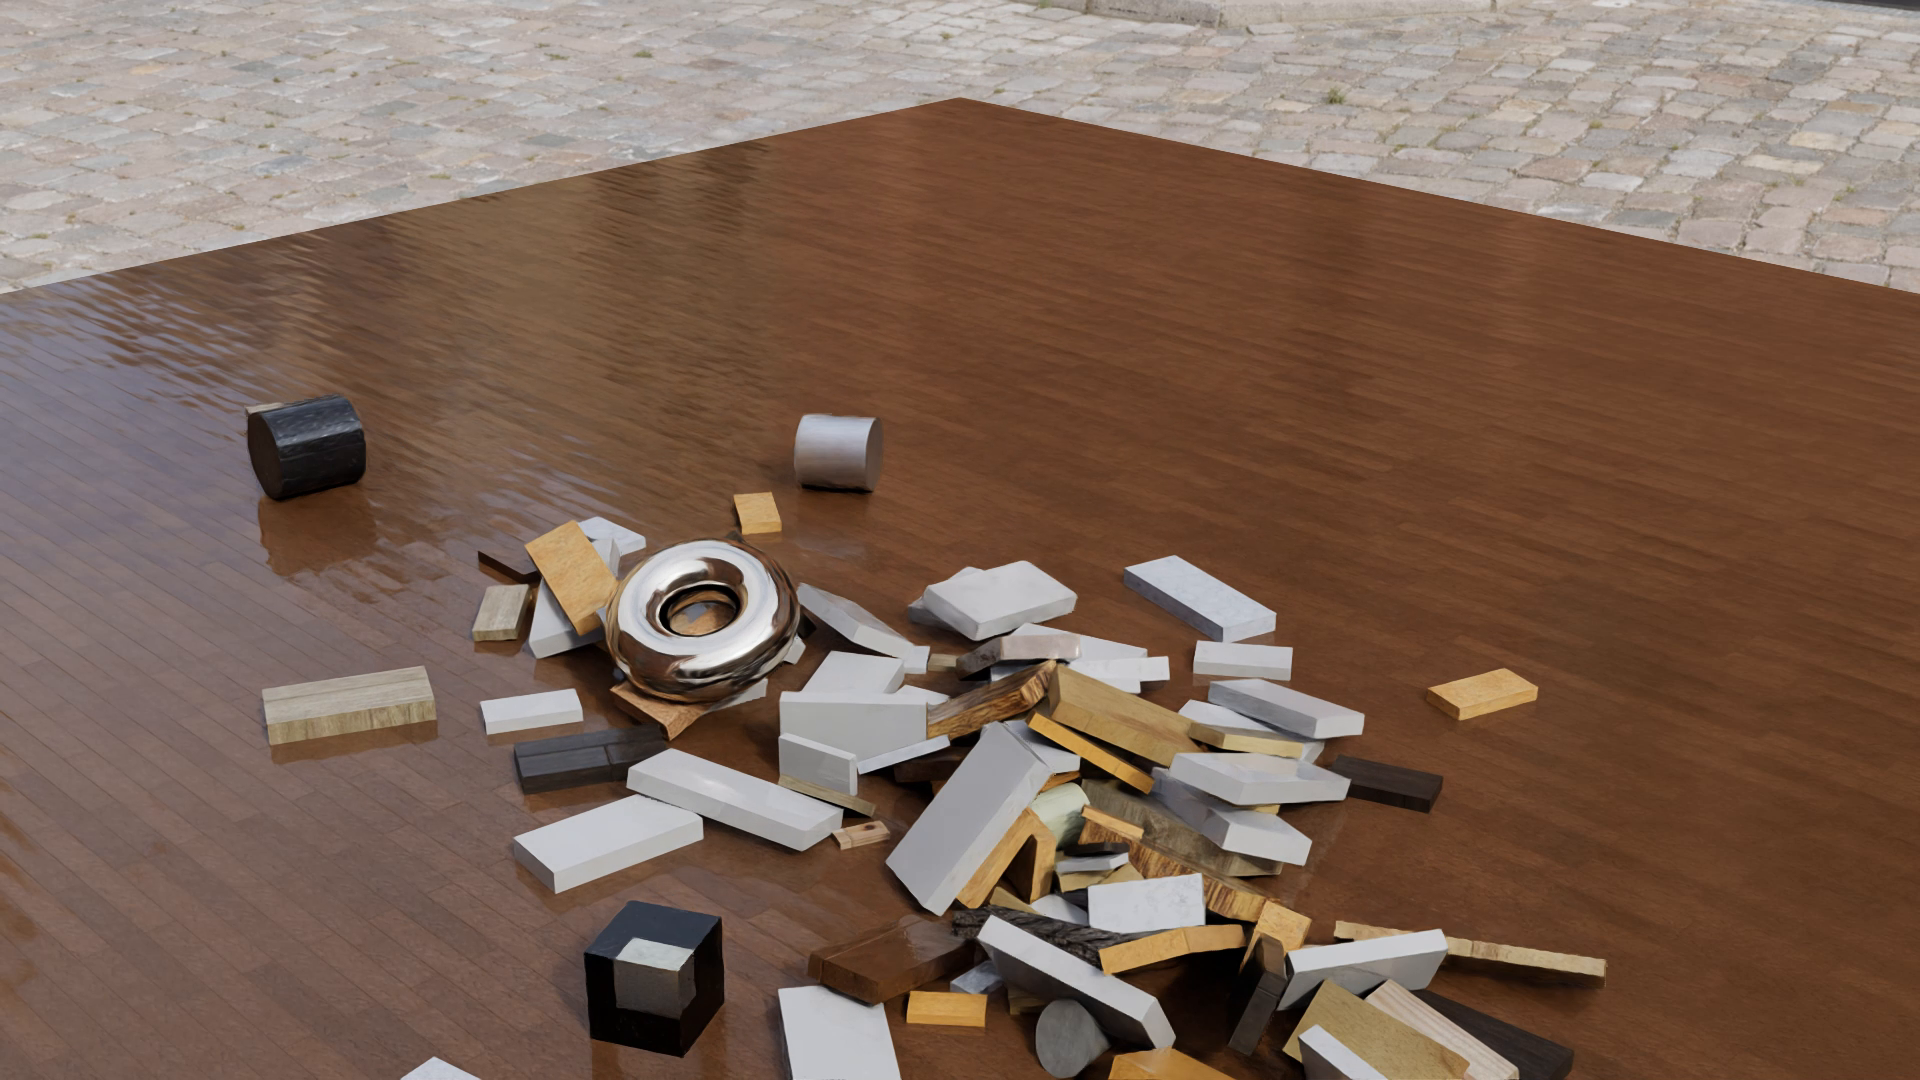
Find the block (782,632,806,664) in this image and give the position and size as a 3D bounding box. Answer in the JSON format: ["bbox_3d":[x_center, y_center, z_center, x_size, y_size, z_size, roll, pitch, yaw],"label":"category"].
[{"bbox_3d":[-0.504,0.160,5.165,0.175,0.049,0.349,22,16,-35],"label":"block"}]

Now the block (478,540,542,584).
[{"bbox_3d":[-1.122,0.056,5.590,0.106,0.030,0.212,-20,30,-39],"label":"block"}]

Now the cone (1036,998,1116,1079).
[{"bbox_3d":[0.220,0.841,3.701,0.133,0.133,0.133,16,8,-43],"label":"cone"}]

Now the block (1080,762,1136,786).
[{"bbox_3d":[0.251,0.473,4.607,0.209,0.030,0.104,16,28,33],"label":"block"}]

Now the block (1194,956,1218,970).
[{"bbox_3d":[0.419,0.726,3.976,0.016,0.056,0.112,3,15,-46],"label":"block"}]

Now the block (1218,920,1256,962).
[{"bbox_3d":[0.513,0.726,3.958,0.083,0.023,0.166,-22,16,-33],"label":"block"}]

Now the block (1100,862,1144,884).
[{"bbox_3d":[0.324,0.668,4.000,0.081,0.023,0.162,-35,51,-10],"label":"block"}]

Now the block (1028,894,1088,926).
[{"bbox_3d":[0.206,0.719,4.028,0.104,0.030,0.209,-20,30,-39],"label":"block"}]

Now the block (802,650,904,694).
[{"bbox_3d":[-0.256,0.351,4.871,0.175,0.049,0.349,6,24,14],"label":"block"}]

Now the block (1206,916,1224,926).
[{"bbox_3d":[0.427,0.705,4.038,0.056,0.016,0.112,-20,14,-36],"label":"block"}]

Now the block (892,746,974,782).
[{"bbox_3d":[0.010,0.454,4.486,0.277,0.039,0.139,-9,3,44],"label":"block"}]

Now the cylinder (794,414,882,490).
[{"bbox_3d":[-0.334,-0.242,6.075,0.200,0.200,0.200,5,23,11],"label":"cylinder"}]

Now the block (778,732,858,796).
[{"bbox_3d":[-0.294,0.466,4.547,0.181,0.090,0.026,14,27,30],"label":"block"}]

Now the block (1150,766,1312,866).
[{"bbox_3d":[0.518,0.533,4.267,0.179,0.051,0.358,14,7,-21],"label":"block"}]

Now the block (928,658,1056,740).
[{"bbox_3d":[0.047,0.353,4.652,0.329,0.047,0.165,-25,7,35],"label":"block"}]

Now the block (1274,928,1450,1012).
[{"bbox_3d":[0.679,0.734,3.749,0.279,0.140,0.040,-6,52,-13],"label":"block"}]

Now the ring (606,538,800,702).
[{"bbox_3d":[-0.566,0.172,4.824,0.430,0.143,0.430,-3,47,3],"label":"ring"}]

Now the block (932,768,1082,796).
[{"bbox_3d":[0.093,0.480,4.422,0.277,0.039,0.139,-10,2,40],"label":"block"}]

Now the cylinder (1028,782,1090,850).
[{"bbox_3d":[0.177,0.549,4.308,0.124,0.124,0.124,-12,26,-27],"label":"cylinder"}]

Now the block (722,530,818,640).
[{"bbox_3d":[-0.450,0.104,5.201,0.039,0.275,0.138,-40,29,0],"label":"block"}]

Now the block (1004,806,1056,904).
[{"bbox_3d":[0.105,0.572,4.232,0.039,0.139,0.277,-3,23,-22],"label":"block"}]

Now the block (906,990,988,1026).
[{"bbox_3d":[-0.022,0.814,3.818,0.135,0.019,0.068,2,23,4],"label":"block"}]

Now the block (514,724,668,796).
[{"bbox_3d":[-0.773,0.460,4.622,0.305,0.043,0.153,-7,24,-16],"label":"block"}]

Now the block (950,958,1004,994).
[{"bbox_3d":[0.044,0.779,3.905,0.058,0.016,0.116,20,30,39],"label":"block"}]

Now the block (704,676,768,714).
[{"bbox_3d":[-0.601,0.255,4.988,0.175,0.049,0.349,-14,42,-32],"label":"block"}]

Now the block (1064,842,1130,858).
[{"bbox_3d":[0.254,0.576,4.087,0.060,0.017,0.121,10,-17,-33],"label":"block"}]

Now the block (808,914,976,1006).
[{"bbox_3d":[-0.117,0.737,3.881,0.148,0.042,0.297,16,14,33],"label":"block"}]

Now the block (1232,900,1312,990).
[{"bbox_3d":[0.546,0.724,3.847,0.083,0.166,0.023,20,-4,23],"label":"block"}]

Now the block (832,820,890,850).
[{"bbox_3d":[-0.197,0.585,4.363,0.104,0.015,0.052,-10,25,-22],"label":"block"}]

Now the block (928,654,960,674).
[{"bbox_3d":[-0.014,0.286,5.066,0.114,0.016,0.057,5,23,11],"label":"block"}]

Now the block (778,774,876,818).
[{"bbox_3d":[-0.270,0.516,4.448,0.181,0.026,0.090,14,-11,29],"label":"block"}]

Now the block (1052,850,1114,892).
[{"bbox_3d":[0.225,0.619,4.161,0.104,0.030,0.209,-10,5,-5],"label":"block"}]

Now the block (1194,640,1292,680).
[{"bbox_3d":[0.653,0.278,5.067,0.220,0.031,0.110,4,23,9],"label":"block"}]

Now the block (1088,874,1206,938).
[{"bbox_3d":[0.337,0.665,3.963,0.208,0.029,0.104,-9,51,13],"label":"block"}]

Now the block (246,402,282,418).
[{"bbox_3d":[-2.063,-0.360,6.572,0.101,0.029,0.203,-11,25,-24],"label":"block"}]

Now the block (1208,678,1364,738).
[{"bbox_3d":[0.703,0.363,4.759,0.155,0.044,0.310,0,12,-40],"label":"block"}]

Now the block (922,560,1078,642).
[{"bbox_3d":[0.097,0.142,5.262,0.179,0.051,0.358,34,31,33],"label":"block"}]

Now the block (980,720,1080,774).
[{"bbox_3d":[0.139,0.411,4.368,0.103,0.029,0.206,-4,18,-31],"label":"block"}]

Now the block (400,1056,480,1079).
[{"bbox_3d":[-0.774,0.940,3.482,0.346,0.049,0.173,15,27,31],"label":"block"}]

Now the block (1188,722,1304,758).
[{"bbox_3d":[0.589,0.411,4.521,0.217,0.031,0.108,10,4,-34],"label":"block"}]

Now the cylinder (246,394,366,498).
[{"bbox_3d":[-1.800,-0.258,6.060,0.241,0.241,0.241,-17,28,-34],"label":"cylinder"}]

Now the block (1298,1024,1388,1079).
[{"bbox_3d":[0.648,0.895,3.464,0.040,0.141,0.282,-28,32,-21],"label":"block"}]

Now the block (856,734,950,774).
[{"bbox_3d":[-0.118,0.444,4.557,0.181,0.026,0.090,-19,-4,13],"label":"block"}]

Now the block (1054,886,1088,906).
[{"bbox_3d":[0.261,0.657,4.120,0.081,0.023,0.162,-27,19,-38],"label":"block"}]

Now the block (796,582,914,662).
[{"bbox_3d":[-0.250,0.189,5.142,0.157,0.044,0.313,22,5,-34],"label":"block"}]

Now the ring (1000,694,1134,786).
[{"bbox_3d":[0.220,0.414,4.583,0.306,0.102,0.306,-1,23,0],"label":"ring"}]

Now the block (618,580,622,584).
[{"bbox_3d":[-0.776,0.127,5.347,0.209,0.030,0.104,-7,22,-15],"label":"block"}]

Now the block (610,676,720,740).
[{"bbox_3d":[-0.579,0.281,4.852,0.176,0.050,0.353,28,53,31],"label":"block"}]
